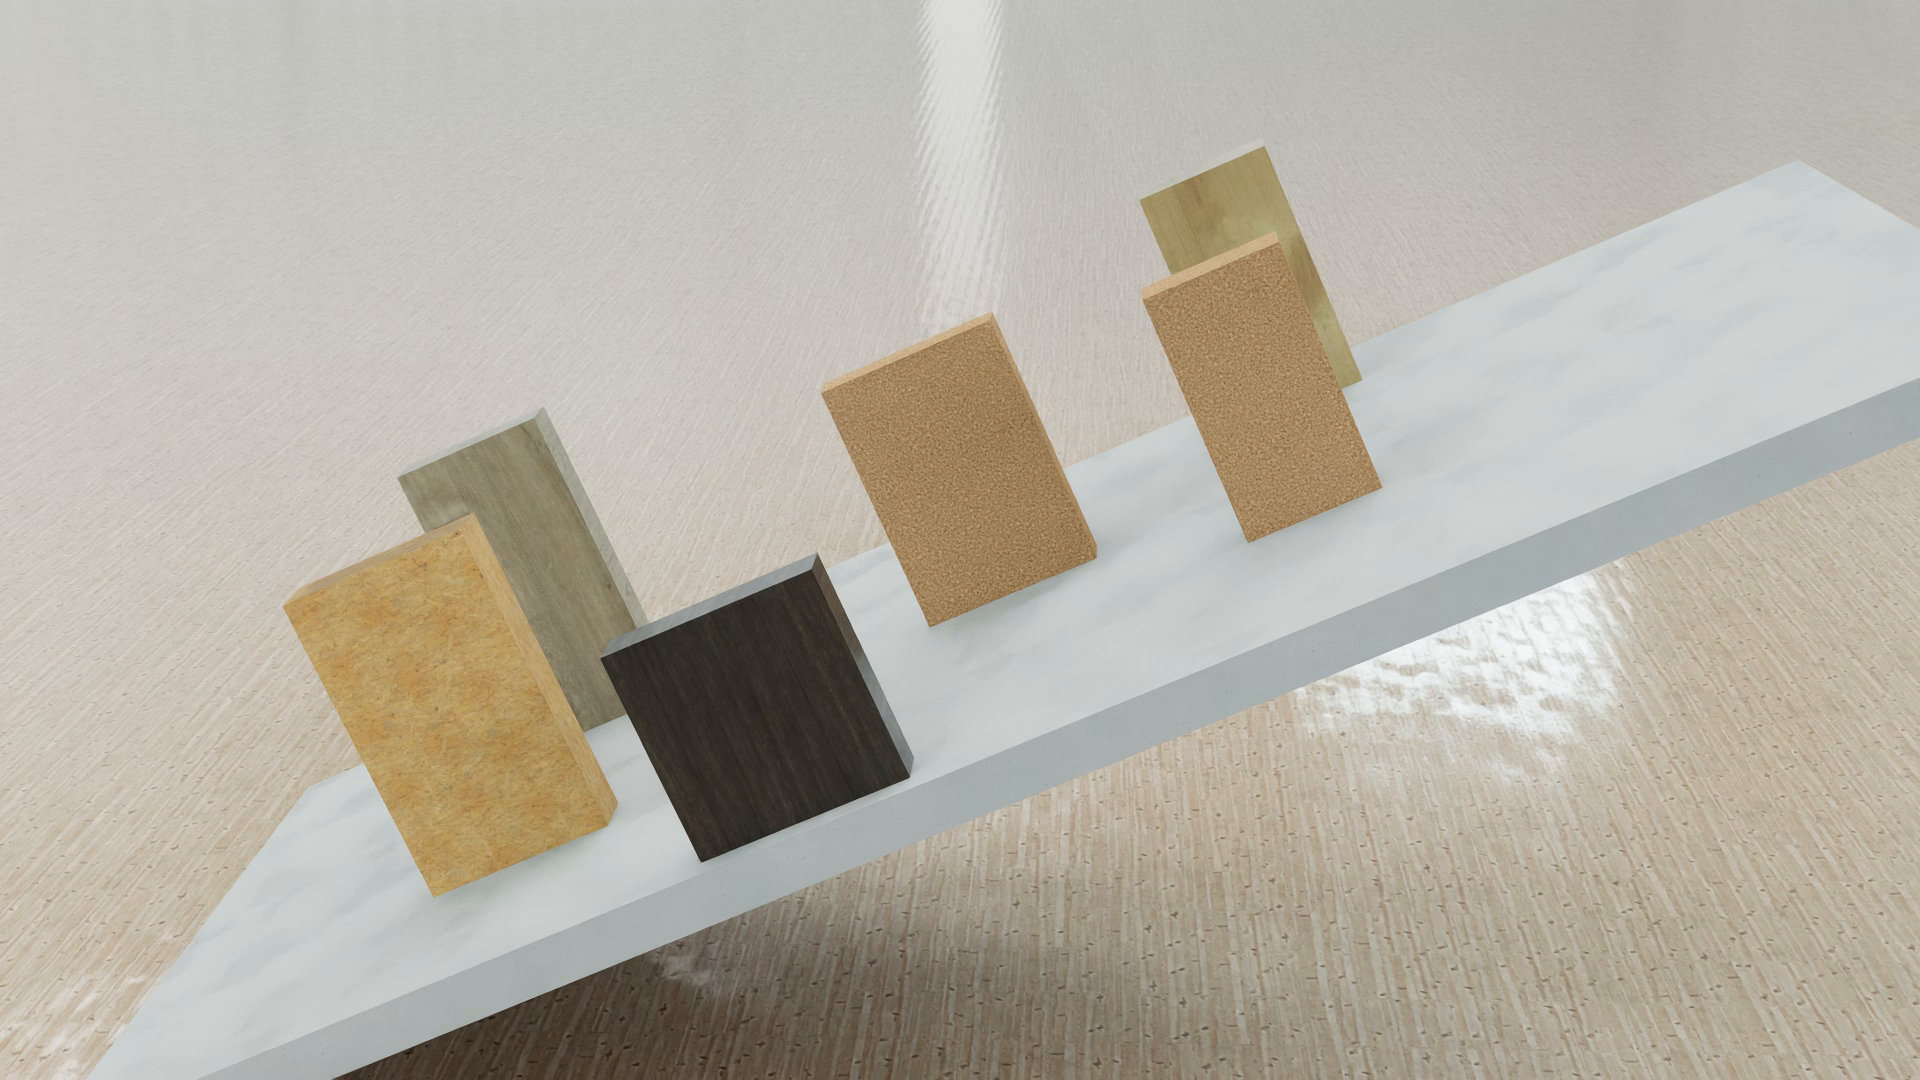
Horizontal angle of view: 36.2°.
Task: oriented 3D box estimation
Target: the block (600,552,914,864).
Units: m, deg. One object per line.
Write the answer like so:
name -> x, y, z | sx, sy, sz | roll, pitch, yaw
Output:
block -> -0.371, 0.311, 5.434 | 0.427, 0.433, 0.115 | -23, 13, 8

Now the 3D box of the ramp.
ramp -> 0.132, 0.170, 6.284 | 4.000, 0.100, 2.000 | -23, 13, 8

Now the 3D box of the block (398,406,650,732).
block -> -0.969, 0.093, 6.779 | 0.349, 0.715, 0.122 | -23, 13, 8

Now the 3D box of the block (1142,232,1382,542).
block -> 0.602, -0.304, 5.875 | 0.289, 0.538, 0.132 | -23, 13, 8

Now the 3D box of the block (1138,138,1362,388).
block -> 0.669, -0.587, 6.781 | 0.308, 0.587, 0.136 | -23, 13, 8

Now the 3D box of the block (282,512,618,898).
block -> -1.031, 0.339, 5.988 | 0.400, 0.678, 0.134 | -23, 13, 8

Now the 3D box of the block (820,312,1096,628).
block -> 0.001, -0.149, 6.306 | 0.393, 0.563, 0.104 | -23, 13, 8
